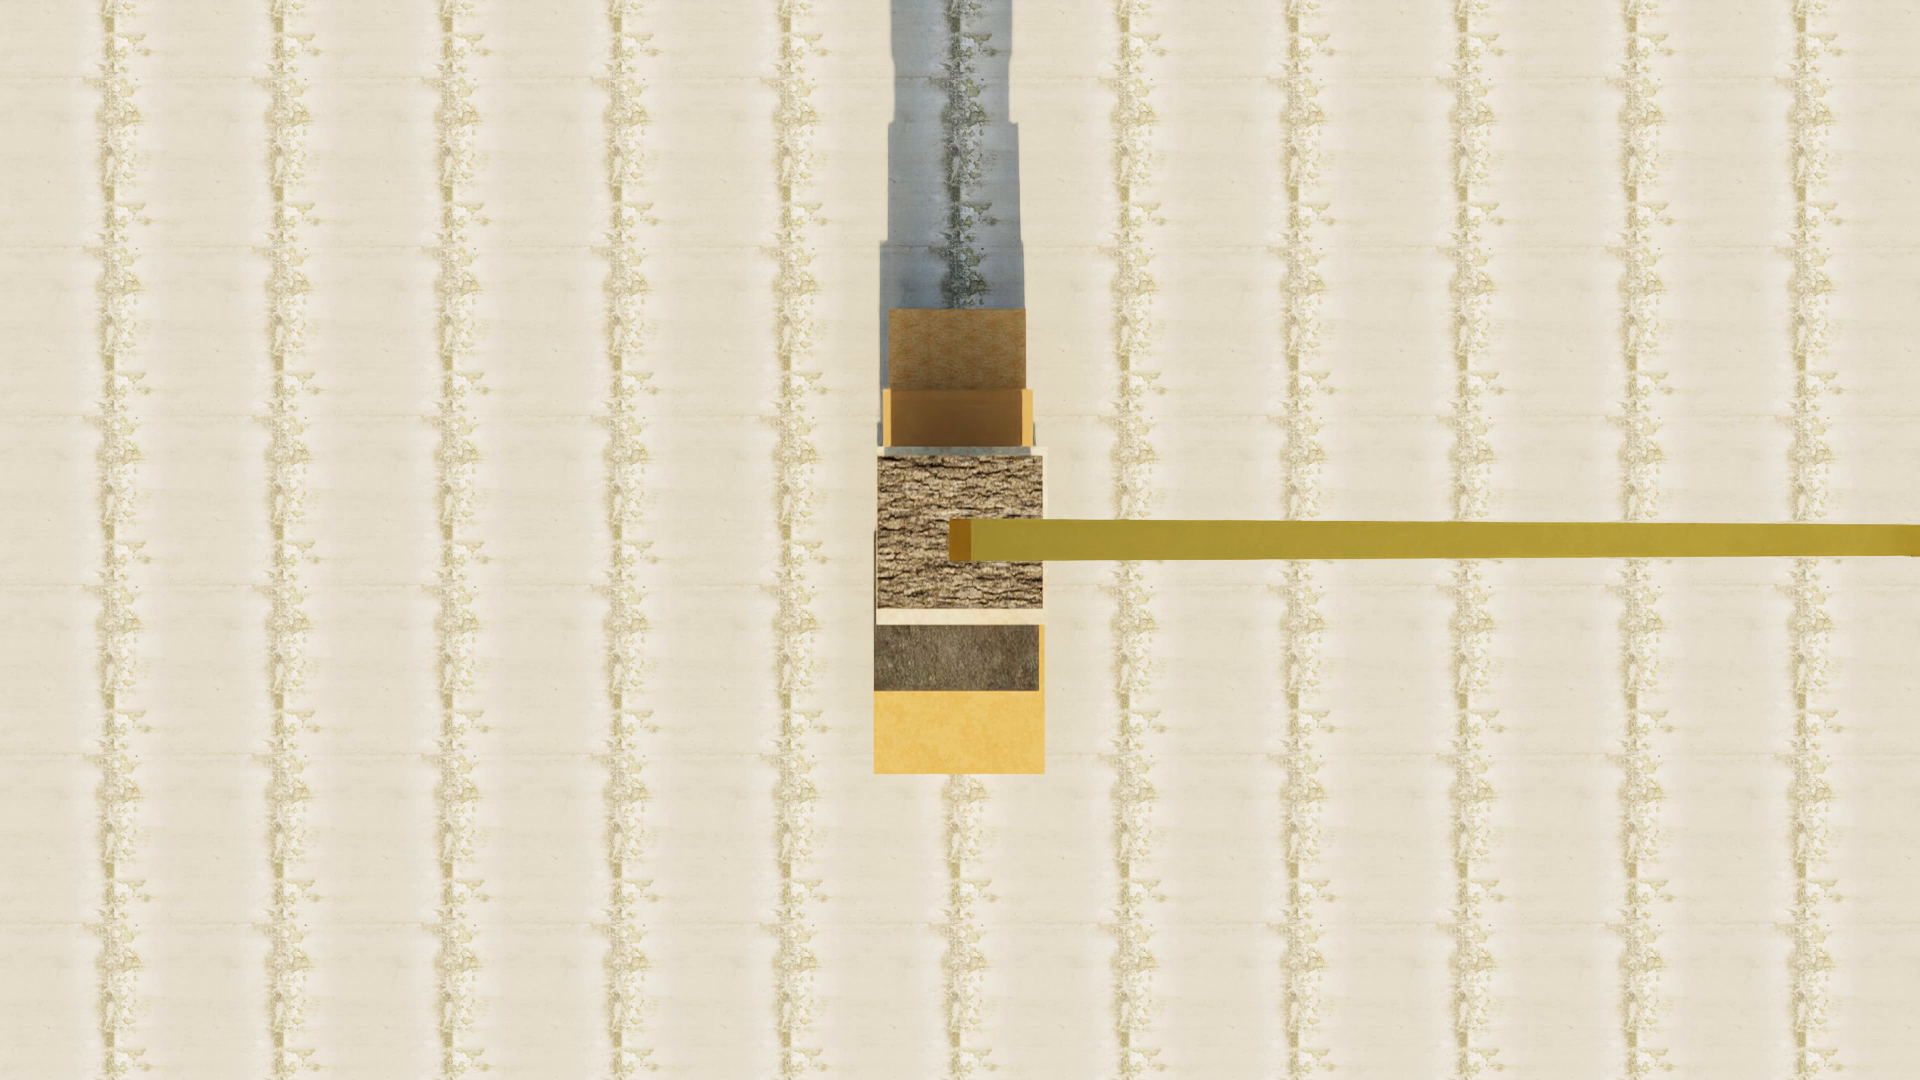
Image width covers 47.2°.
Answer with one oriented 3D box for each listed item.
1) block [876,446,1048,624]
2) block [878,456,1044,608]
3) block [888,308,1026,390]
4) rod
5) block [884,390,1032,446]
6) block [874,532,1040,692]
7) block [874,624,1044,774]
[{"bbox_3d":[0.009,-0.019,9.669,0.727,0.658,0.754,0,90,0],"label":"block"},{"bbox_3d":[0.000,-0.027,8.556,0.621,0.654,0.574,0,90,0],"label":"block"},{"bbox_3d":[-0.015,-0.890,12.628,0.764,0.744,0.796,0,90,0],"label":"block"},{"bbox_3d":[2.212,0.000,5.502,5.200,0.080,0.080,0,90,-32],"label":"rod"},{"bbox_3d":[-0.010,-0.416,11.841,0.777,0.830,0.738,0,90,0],"label":"block"},{"bbox_3d":[-0.019,0.371,11.737,0.858,0.711,0.827,0,90,0],"label":"block"},{"bbox_3d":[-0.005,0.779,12.547,0.940,0.906,1.017,0,90,0],"label":"block"}]
